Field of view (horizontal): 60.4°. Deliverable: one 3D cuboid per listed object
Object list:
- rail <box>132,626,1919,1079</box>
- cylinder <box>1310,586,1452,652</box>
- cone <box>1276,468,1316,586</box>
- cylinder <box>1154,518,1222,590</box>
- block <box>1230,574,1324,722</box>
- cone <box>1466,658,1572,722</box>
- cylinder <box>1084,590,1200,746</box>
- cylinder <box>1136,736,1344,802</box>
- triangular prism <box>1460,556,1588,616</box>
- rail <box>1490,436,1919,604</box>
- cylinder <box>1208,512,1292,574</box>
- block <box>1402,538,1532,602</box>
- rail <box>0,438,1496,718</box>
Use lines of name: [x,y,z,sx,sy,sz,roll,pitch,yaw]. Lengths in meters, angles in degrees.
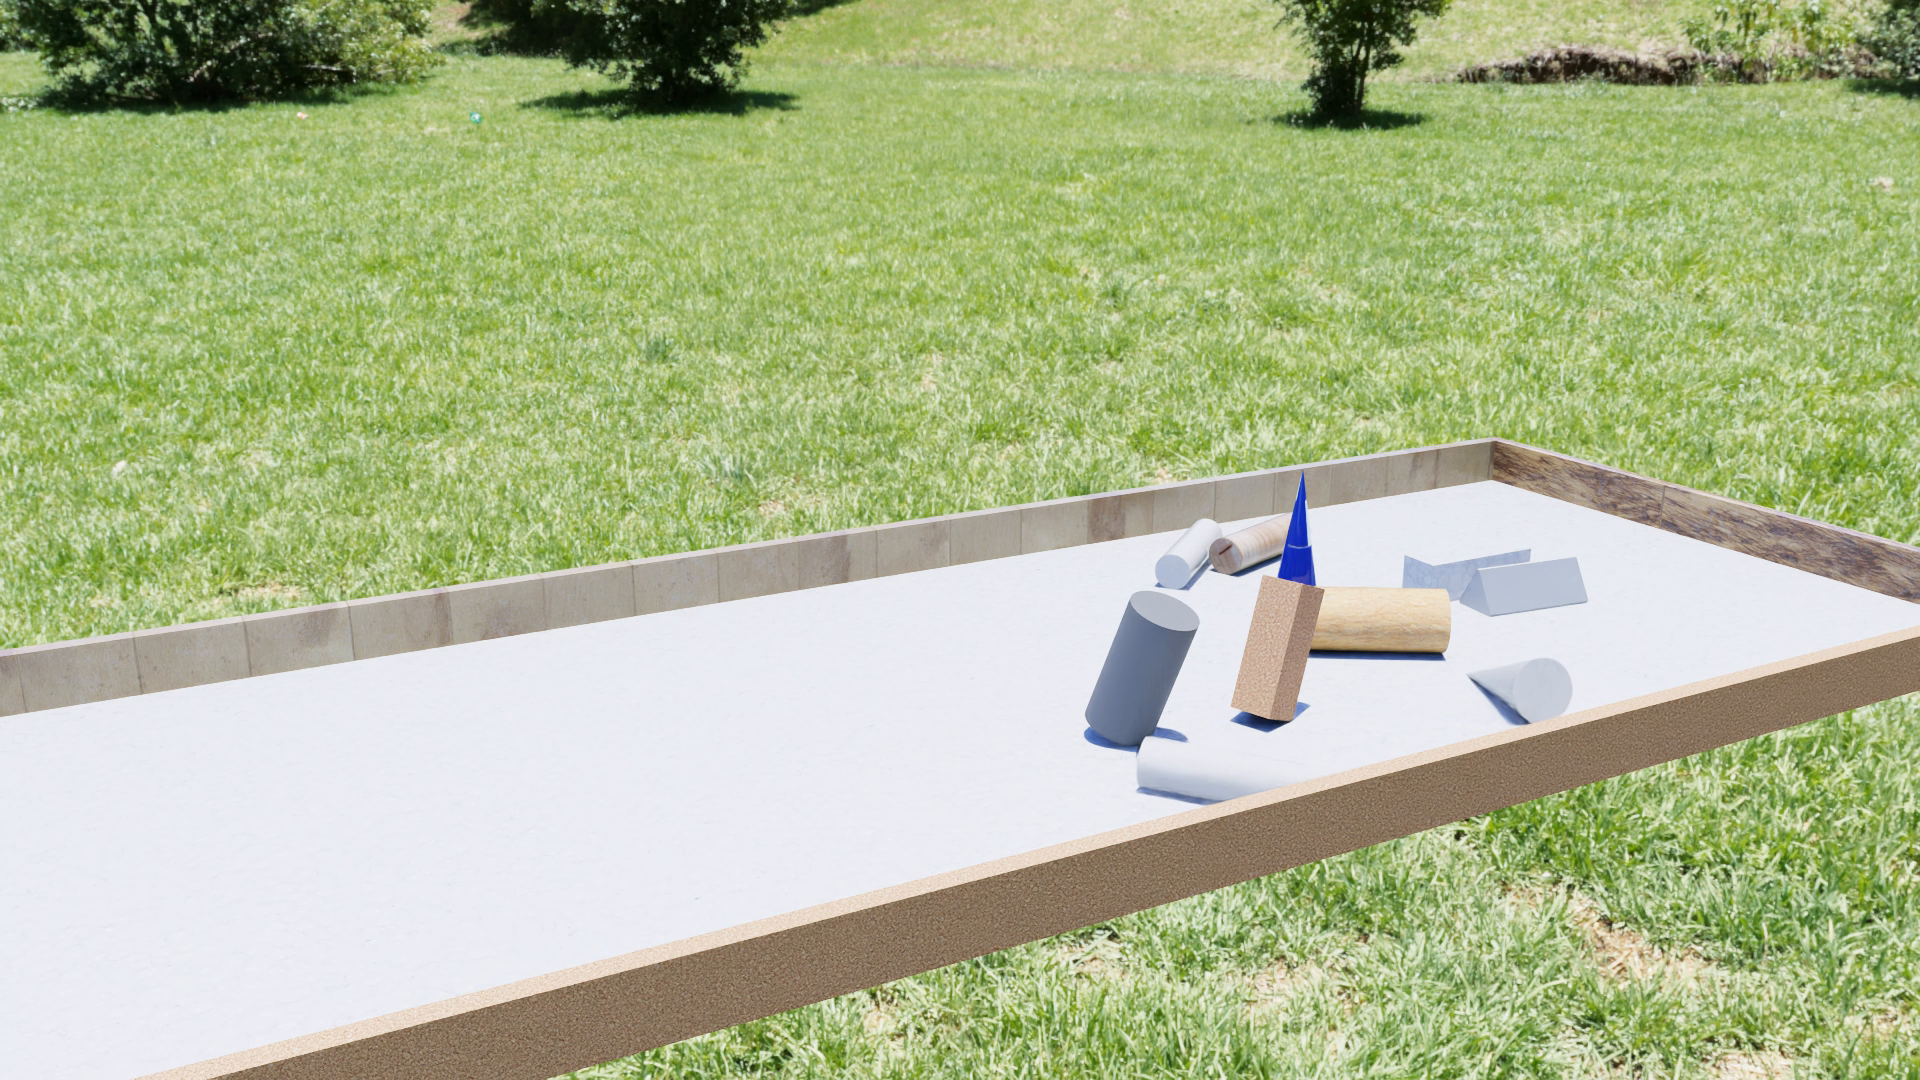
rail: [-2.336,1.006,1.665,12.000,0.150,0.050,-9,18,-27]
cylinder: [1.053,0.208,4.346,0.436,0.169,0.169,1,16,3]
cone: [0.914,0.027,4.457,0.154,0.454,0.154,0,16,0]
cylinder: [0.701,0.039,5.031,0.107,0.107,0.417,6,18,21]
block: [0.748,0.255,3.886,0.108,0.322,0.108,15,2,41]
cone: [1.327,0.347,4.036,0.158,0.158,0.333,-4,4,-14]
cylinder: [0.411,0.291,3.741,0.165,0.314,0.165,15,26,-7]
cylinder: [0.595,0.500,3.459,0.437,0.109,0.109,7,18,24]
triangular prism: [1.619,0.121,4.723,0.344,0.117,0.136,-6,17,-21]
rail: [2.466,-0.048,5.253,0.050,0.150,2.100,-9,18,-27]
cylinder: [0.935,0.008,5.127,0.114,0.114,0.401,14,22,40]
block: [1.484,0.091,4.831,0.376,0.120,0.120,-8,18,-26]
rail: [-3.305,0.497,3.399,12.000,0.150,0.050,-9,18,-27]
